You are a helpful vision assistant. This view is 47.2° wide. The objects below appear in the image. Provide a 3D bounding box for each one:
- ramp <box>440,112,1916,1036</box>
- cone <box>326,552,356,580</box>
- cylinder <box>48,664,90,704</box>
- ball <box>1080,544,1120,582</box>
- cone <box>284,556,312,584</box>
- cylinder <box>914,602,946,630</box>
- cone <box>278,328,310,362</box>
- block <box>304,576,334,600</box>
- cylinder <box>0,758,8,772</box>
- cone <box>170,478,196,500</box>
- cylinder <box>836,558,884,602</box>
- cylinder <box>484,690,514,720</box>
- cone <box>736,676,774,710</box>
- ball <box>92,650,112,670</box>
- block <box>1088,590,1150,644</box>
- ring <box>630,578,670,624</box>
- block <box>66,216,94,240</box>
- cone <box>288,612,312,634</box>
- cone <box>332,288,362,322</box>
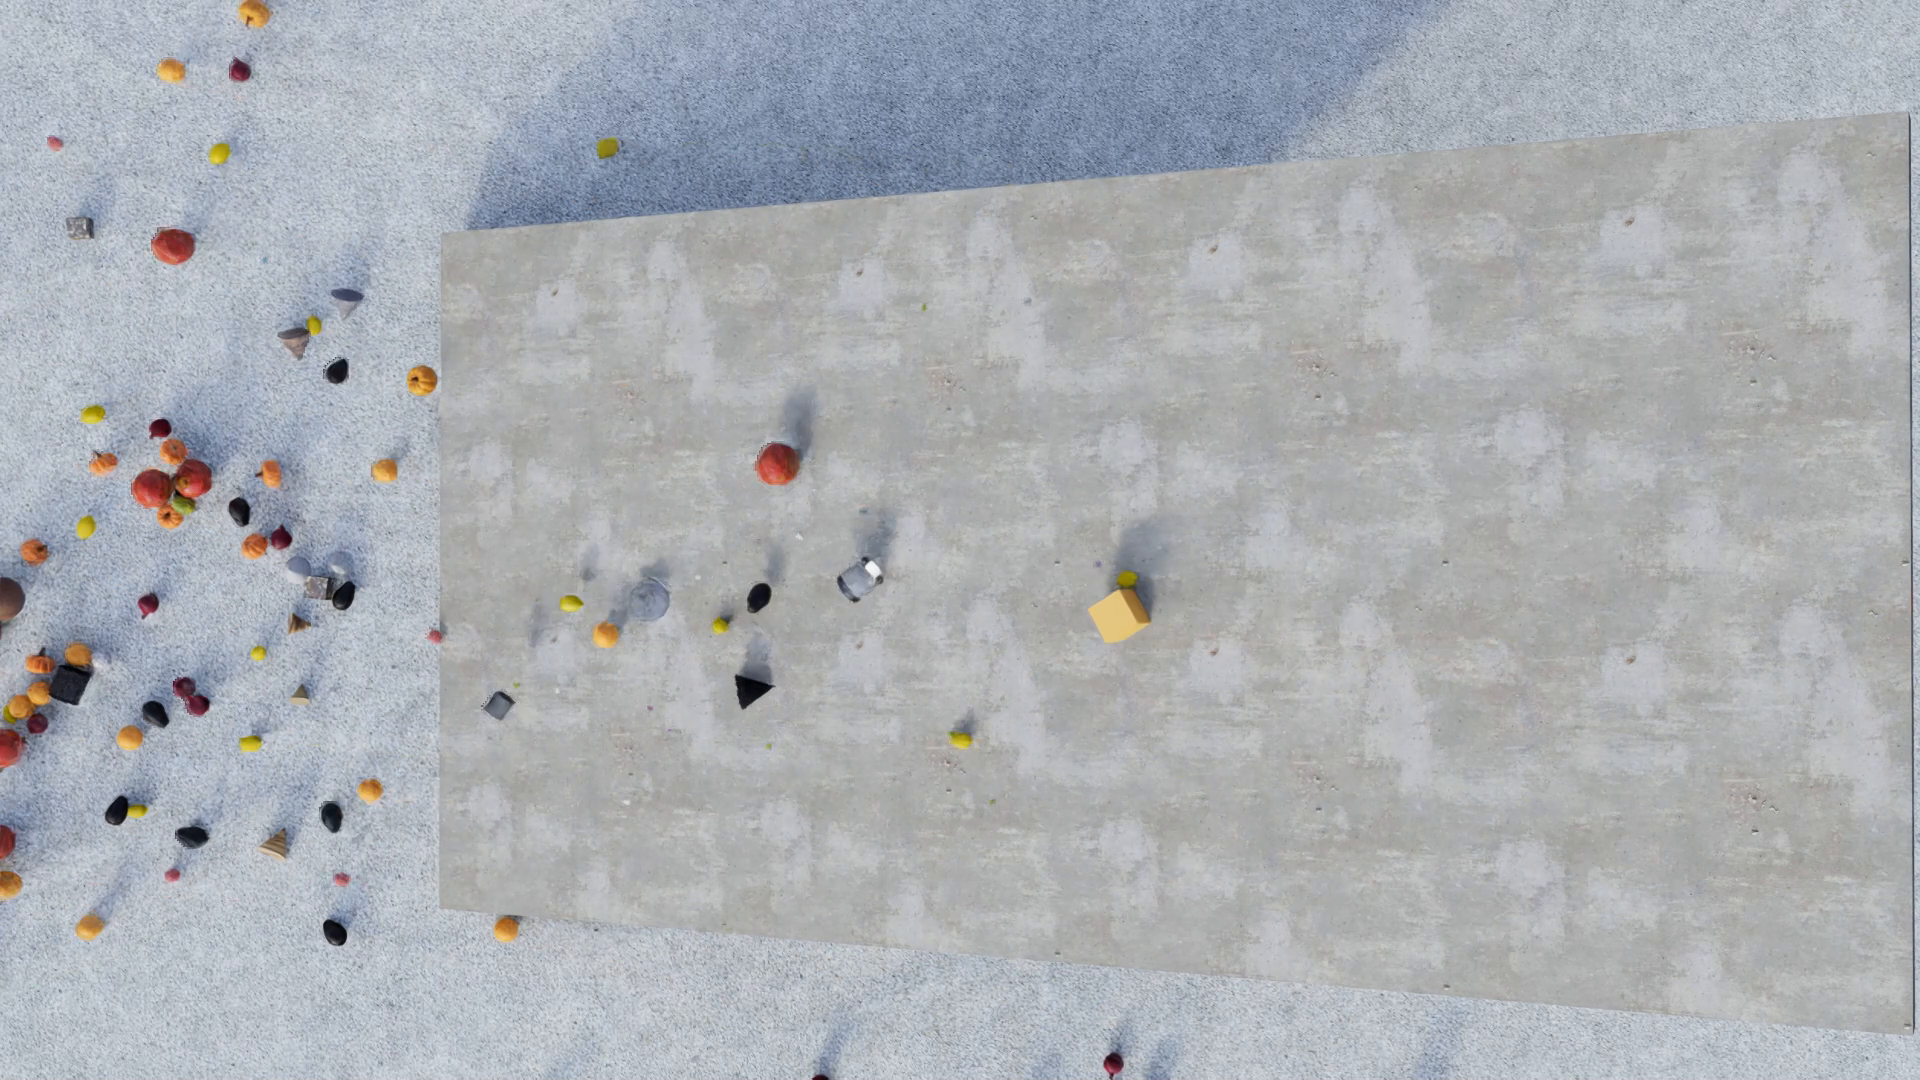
[{"bbox_3d":[0.281,0.080,5.677,4.000,0.100,2.000,0,89,26],"label":"ramp"},{"bbox_3d":[-1.858,0.075,6.556,0.085,0.085,0.085,0,89,0],"label":"cone"},{"bbox_3d":[-2.652,0.431,6.549,0.091,0.091,0.091,23,89,0],"label":"cylinder"},{"bbox_3d":[0.354,0.059,5.572,0.100,0.100,0.100,0,89,0],"label":"ball"},{"bbox_3d":[-1.987,0.090,6.558,0.082,0.082,0.082,0,89,0],"label":"cone"},{"bbox_3d":[-0.075,0.200,5.778,0.078,0.078,0.078,0,87,7],"label":"cylinder"},{"bbox_3d":[-1.988,-0.575,6.586,0.092,0.092,0.092,-2,116,0],"label":"cone"},{"bbox_3d":[-1.915,0.142,6.565,0.066,0.066,0.066,7,89,0],"label":"block"},{"bbox_3d":[-2.887,0.670,6.565,0.055,0.055,0.055,39,90,0],"label":"cylinder"},{"bbox_3d":[-2.320,-0.159,6.586,0.067,0.067,0.067,-13,89,-31],"label":"cone"},{"bbox_3d":[-0.265,0.106,5.839,0.088,0.088,0.088,-38,89,21],"label":"cylinder"},{"bbox_3d":[-1.314,0.472,6.272,0.061,0.061,0.061,37,93,0],"label":"cylinder"},{"bbox_3d":[-0.554,0.408,6.001,0.098,0.098,0.098,-10,89,-1],"label":"cone"},{"bbox_3d":[-2.564,0.357,6.567,0.057,0.057,0.057,0,89,0],"label":"ball"},{"bbox_3d":[0.400,0.190,5.508,0.097,0.097,0.097,-34,75,22],"label":"block"},{"bbox_3d":[-0.870,0.170,6.159,0.126,0.042,0.126,-1,88,27],"label":"ring"},{"bbox_3d":[-2.633,-0.933,6.581,0.058,0.058,0.058,-4,89,0],"label":"block"},{"bbox_3d":[-1.970,0.253,6.581,0.070,0.070,0.070,7,89,-27],"label":"cone"},{"bbox_3d":[-1.843,-0.692,6.587,0.092,0.092,0.092,18,116,0],"label":"cone"}]
